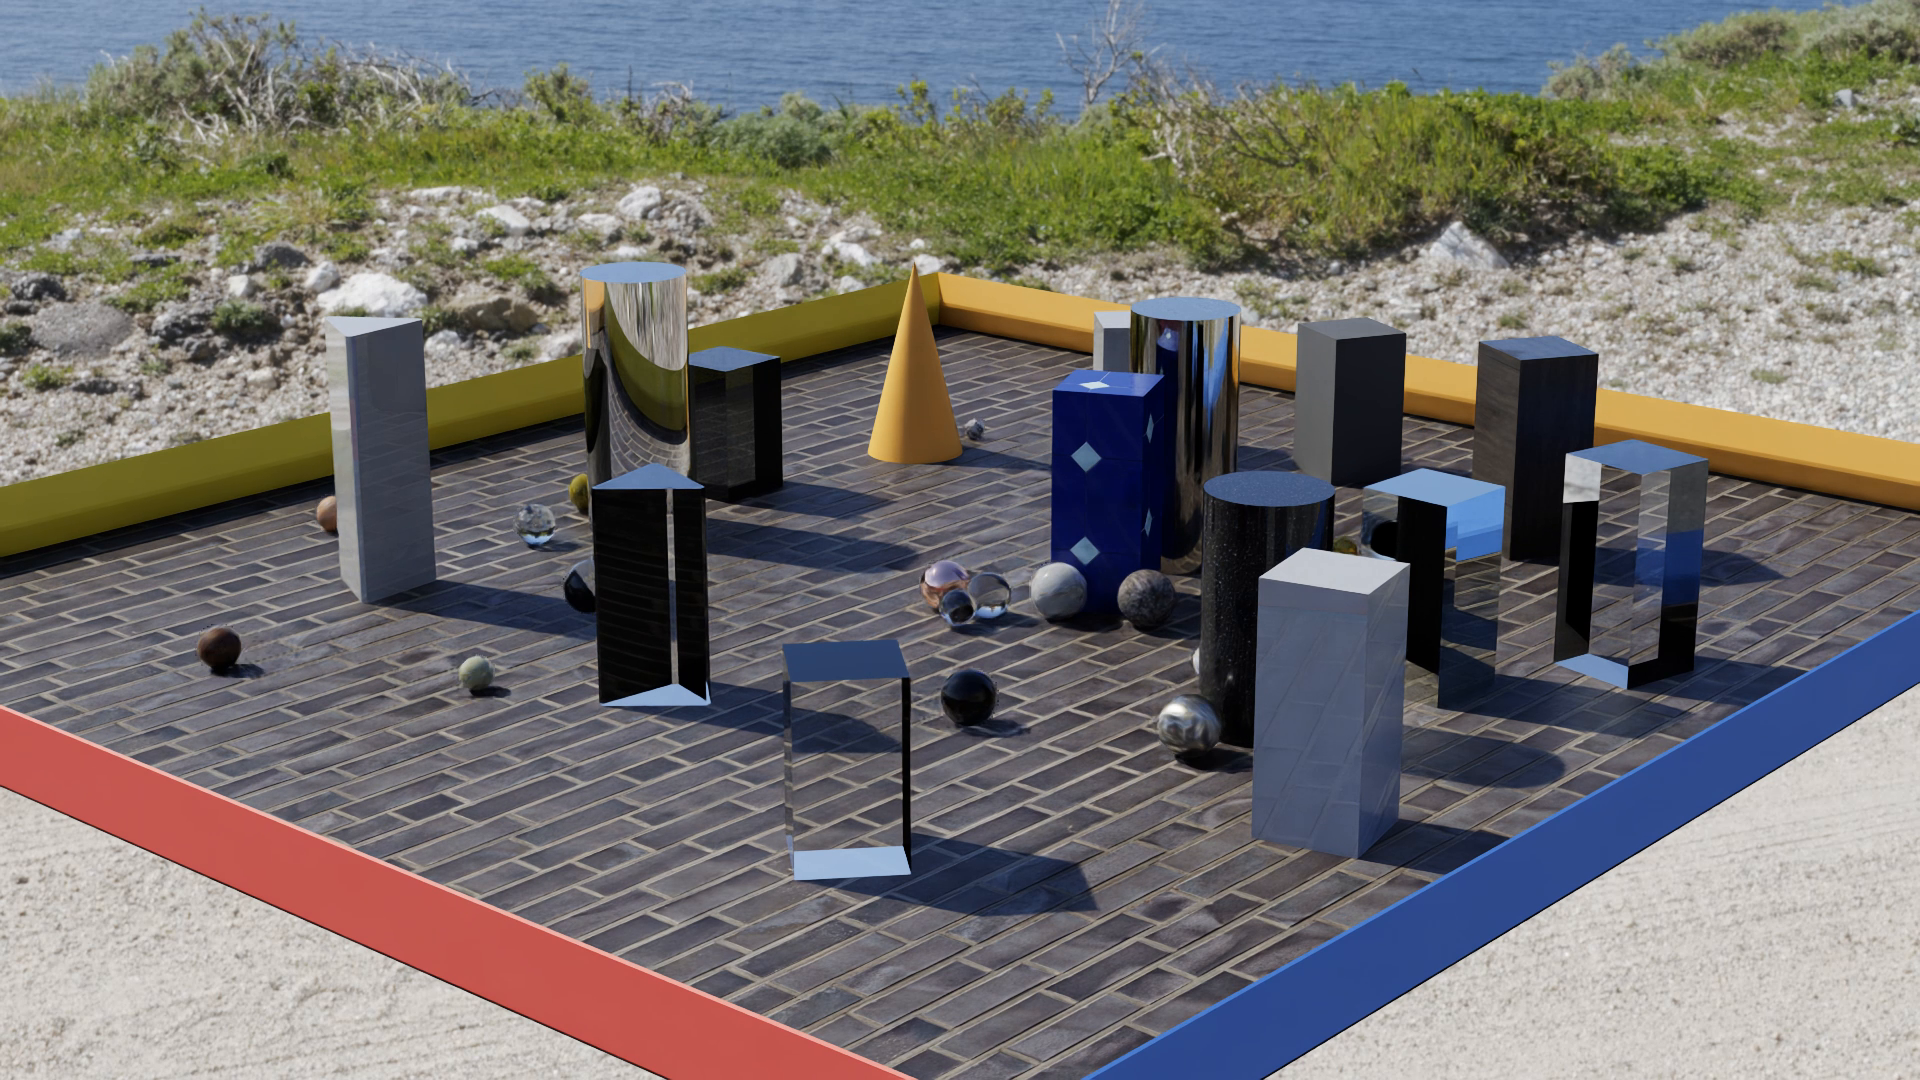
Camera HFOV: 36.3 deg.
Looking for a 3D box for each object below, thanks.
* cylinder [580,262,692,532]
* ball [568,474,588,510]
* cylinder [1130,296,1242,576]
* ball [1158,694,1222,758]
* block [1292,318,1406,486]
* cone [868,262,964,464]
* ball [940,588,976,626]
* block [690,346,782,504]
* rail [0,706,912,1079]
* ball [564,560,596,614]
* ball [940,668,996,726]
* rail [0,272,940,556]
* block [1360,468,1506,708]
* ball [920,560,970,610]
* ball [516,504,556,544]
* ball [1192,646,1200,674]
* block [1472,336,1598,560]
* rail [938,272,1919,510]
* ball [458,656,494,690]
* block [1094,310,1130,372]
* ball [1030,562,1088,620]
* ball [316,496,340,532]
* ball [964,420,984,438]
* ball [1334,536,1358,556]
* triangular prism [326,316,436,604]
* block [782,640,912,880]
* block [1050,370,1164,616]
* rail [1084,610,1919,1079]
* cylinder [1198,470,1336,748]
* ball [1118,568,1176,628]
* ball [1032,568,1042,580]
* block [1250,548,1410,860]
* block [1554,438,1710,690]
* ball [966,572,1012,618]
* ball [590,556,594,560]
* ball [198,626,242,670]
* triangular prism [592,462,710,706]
[{"bbox_3d":[-0.602,-0.261,5.473,0.197,0.487,0.197,0,17,0],"label":"cylinder"},{"bbox_3d":[-0.718,-0.093,5.638,0.070,0.070,0.070,0,17,0],"label":"ball"},{"bbox_3d":[0.401,-0.188,5.271,0.197,0.465,0.197,0,17,0],"label":"cylinder"},{"bbox_3d":[0.343,0.277,4.368,0.096,0.096,0.096,0,17,0],"label":"ball"},{"bbox_3d":[0.778,-0.279,5.866,0.158,0.296,0.158,-7,18,-21],"label":"block"},{"bbox_3d":[-0.092,-0.375,6.003,0.197,0.399,0.197,0,17,0],"label":"cone"},{"bbox_3d":[-0.004,0.114,4.953,0.063,0.063,0.063,0,17,0],"label":"ball"},{"bbox_3d":[-0.461,-0.228,5.754,0.158,0.263,0.158,13,21,37],"label":"block"},{"bbox_3d":[-1.037,0.377,3.976,2.932,0.128,0.045,14,22,39],"label":"rail"},{"bbox_3d":[-0.632,0.080,5.025,0.094,0.094,0.094,0,17,0],"label":"ball"},{"bbox_3d":[0.013,0.241,4.500,0.087,0.087,0.087,0,17,0],"label":"ball"},{"bbox_3d":[-1.089,-0.241,6.025,0.045,0.128,3.212,14,22,39],"label":"rail"},{"bbox_3d":[0.743,0.074,4.638,0.158,0.328,0.158,15,23,41],"label":"block"},{"bbox_3d":[-0.025,0.078,5.044,0.087,0.087,0.087,0,17,0],"label":"ball"},{"bbox_3d":[-0.784,-0.029,5.417,0.075,0.075,0.075,0,17,0],"label":"ball"},{"bbox_3d":[0.406,0.194,4.691,0.067,0.067,0.067,0,17,0],"label":"ball"},{"bbox_3d":[1.048,-0.170,5.369,0.158,0.374,0.158,-5,18,-17],"label":"block"},{"bbox_3d":[1.037,-0.313,6.264,2.932,0.128,0.045,14,22,39],"label":"rail"},{"bbox_3d":[-0.768,0.212,4.654,0.055,0.055,0.055,0,17,0],"label":"ball"},{"bbox_3d":[0.363,-0.323,6.052,0.158,0.272,0.158,-1,17,-4],"label":"block"},{"bbox_3d":[0.169,0.087,4.993,0.098,0.098,0.098,0,17,0],"label":"ball"},{"bbox_3d":[-1.173,-0.049,5.498,0.068,0.068,0.068,0,17,0],"label":"ball"},{"bbox_3d":[0.030,-0.234,6.157,0.041,0.041,0.041,0,17,0],"label":"ball"},{"bbox_3d":[0.688,0.021,5.283,0.058,0.058,0.058,0,17,0],"label":"ball"},{"bbox_3d":[-1.042,-0.149,5.125,0.148,0.474,0.171,12,21,35],"label":"triangular prism"},{"bbox_3d":[-0.154,0.297,3.980,0.158,0.282,0.158,-2,17,-7],"label":"block"},{"bbox_3d":[0.254,-0.083,5.054,0.158,0.388,0.158,5,17,16],"label":"block"},{"bbox_3d":[1.089,0.305,4.215,0.045,0.128,3.212,14,22,39],"label":"rail"},{"bbox_3d":[0.464,0.104,4.448,0.197,0.380,0.197,0,17,0],"label":"cylinder"},{"bbox_3d":[0.316,0.098,4.955,0.099,0.099,0.099,0,17,0],"label":"ball"},{"bbox_3d":[0.149,0.071,5.140,0.044,0.044,0.044,0,17,0],"label":"ball"},{"bbox_3d":[0.511,0.223,4.052,0.158,0.380,0.158,9,19,27],"label":"block"},{"bbox_3d":[1.078,0.037,4.717,0.158,0.354,0.158,-12,20,-34],"label":"block"},{"bbox_3d":[0.047,0.095,4.999,0.080,0.080,0.080,0,17,0],"label":"ball"},{"bbox_3d":[-0.607,0.055,5.117,0.088,0.088,0.088,0,17,0],"label":"ball"},{"bbox_3d":[-1.200,0.175,4.752,0.069,0.069,0.069,0,17,0],"label":"ball"},{"bbox_3d":[-0.480,0.068,4.615,0.171,0.353,0.148,0,17,-1],"label":"triangular prism"}]
